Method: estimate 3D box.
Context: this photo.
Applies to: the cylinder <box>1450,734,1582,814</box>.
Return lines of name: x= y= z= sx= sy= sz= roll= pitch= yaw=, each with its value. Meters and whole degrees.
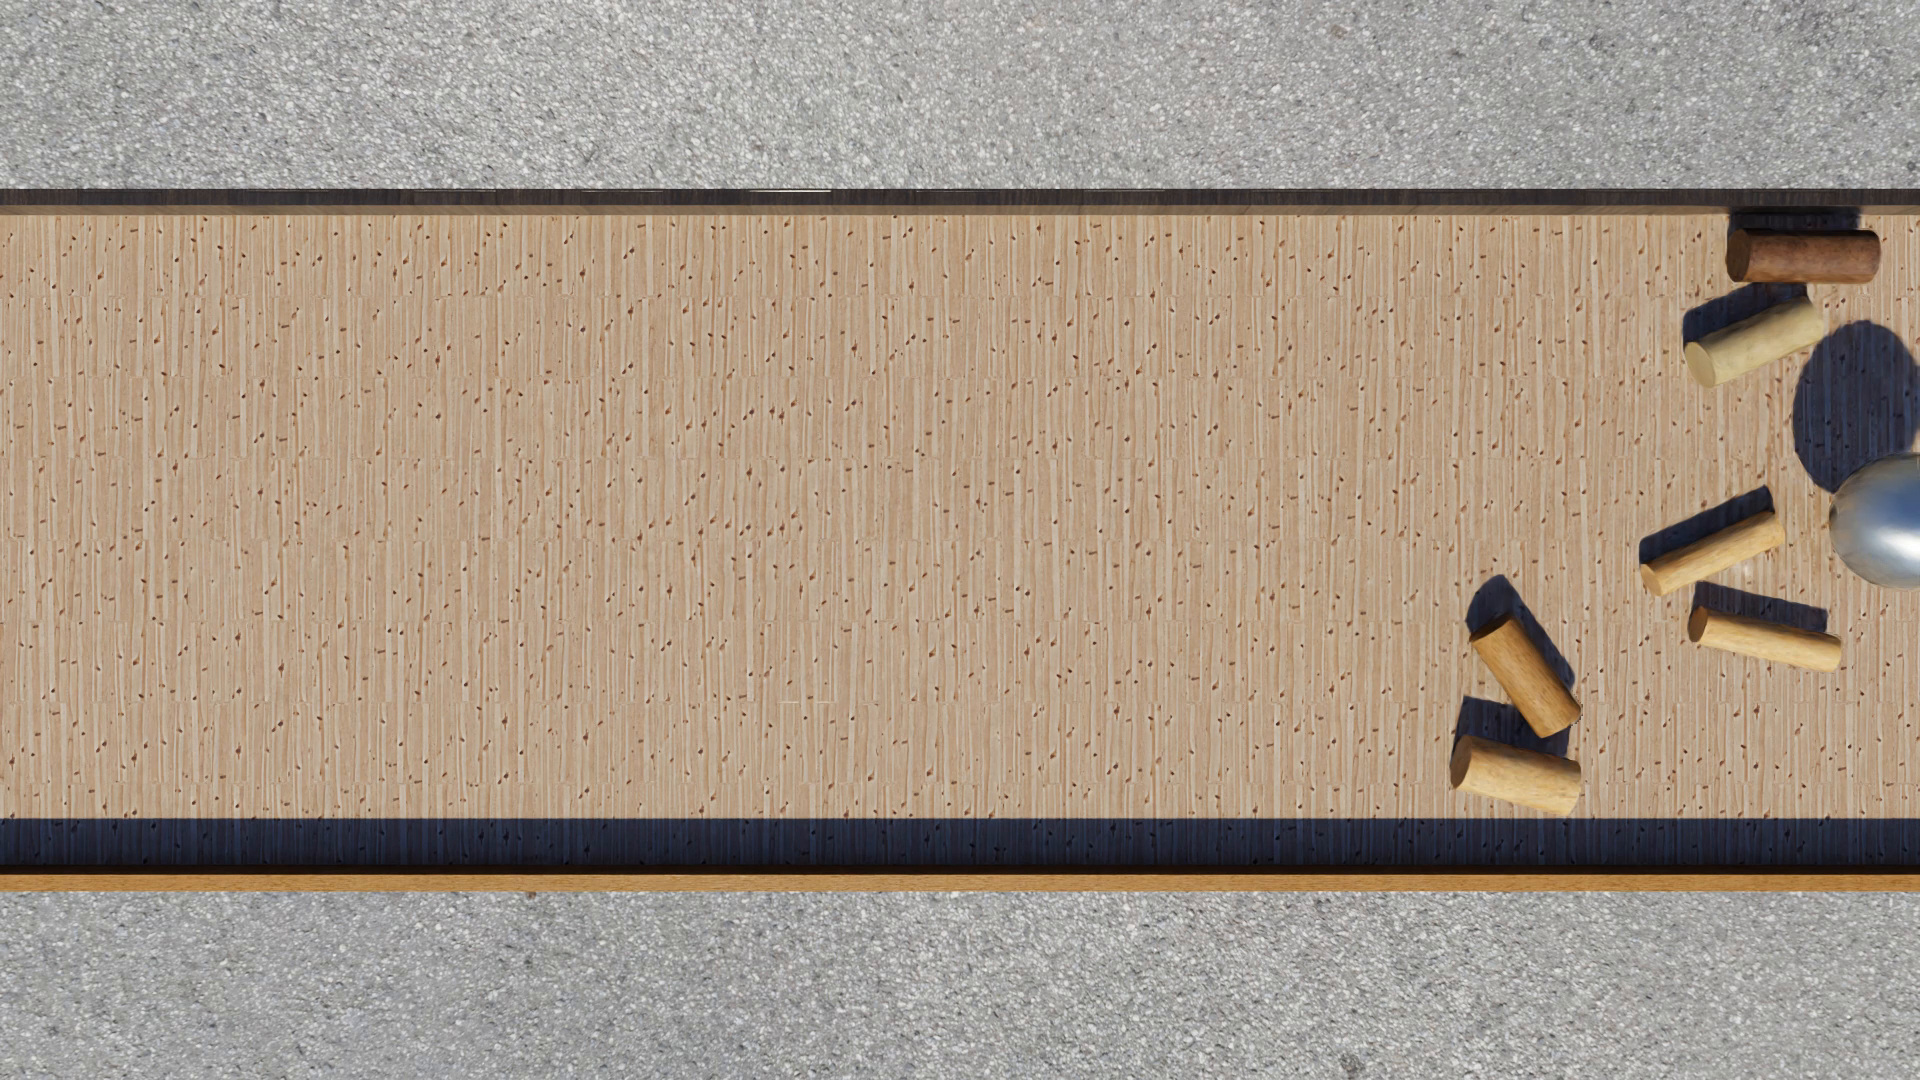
cylinder: x=1.681 y=0.709 z=4.993 sx=0.339 sy=0.166 sz=0.166 roll=14 pitch=90 yaw=0

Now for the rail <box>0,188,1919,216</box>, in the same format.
rail: x=-2.247 y=-1.025 z=5.002 sx=12.000 sy=0.150 sz=0.050 roll=0 pitch=90 yaw=0

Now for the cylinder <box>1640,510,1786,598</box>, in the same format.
cylinder: x=2.289 y=0.041 z=5.020 sx=0.407 sy=0.113 sz=0.113 roll=-24 pitch=90 yaw=0

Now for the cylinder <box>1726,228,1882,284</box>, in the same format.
cylinder: x=2.551 y=-0.859 z=4.996 sx=0.388 sy=0.161 sz=0.161 roll=1 pitch=90 yaw=0

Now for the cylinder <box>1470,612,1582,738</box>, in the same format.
cylinder: x=1.713 y=0.408 z=5.000 sx=0.154 sy=0.154 sz=0.357 roll=-36 pitch=90 yaw=0

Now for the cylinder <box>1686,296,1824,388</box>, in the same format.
cylinder: x=2.405 y=-0.600 z=4.999 sx=0.354 sy=0.155 sz=0.155 roll=-23 pitch=90 yaw=0

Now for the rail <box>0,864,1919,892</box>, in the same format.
rail: x=-2.247 y=1.025 z=5.001 sx=12.000 sy=0.150 sz=0.050 roll=0 pitch=90 yaw=0

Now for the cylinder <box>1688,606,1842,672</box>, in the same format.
cylinder: x=2.449 y=0.303 z=5.019 sx=0.416 sy=0.114 sz=0.114 roll=13 pitch=90 yaw=0

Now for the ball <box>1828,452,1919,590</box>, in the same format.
ball: x=2.703 y=-0.053 z=4.713 sx=0.394 sy=0.394 sz=0.394 roll=0 pitch=90 yaw=0
